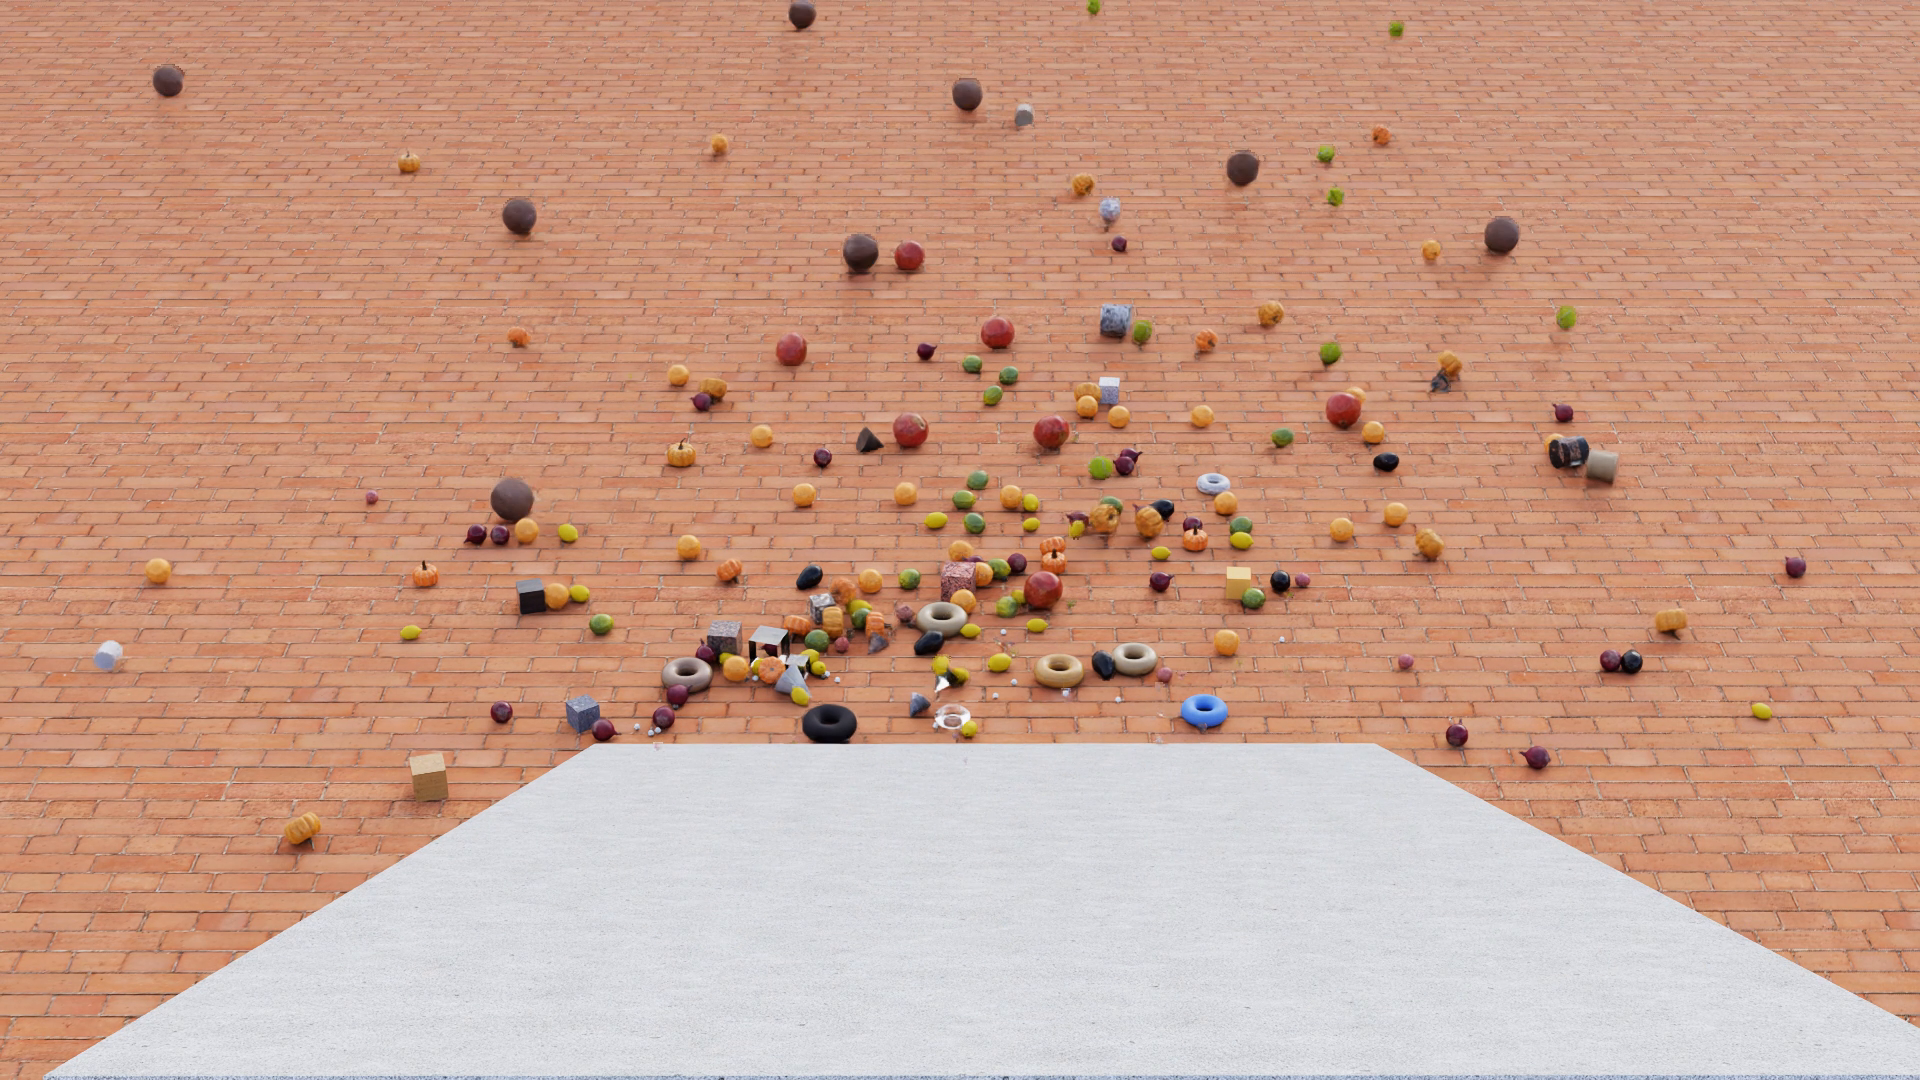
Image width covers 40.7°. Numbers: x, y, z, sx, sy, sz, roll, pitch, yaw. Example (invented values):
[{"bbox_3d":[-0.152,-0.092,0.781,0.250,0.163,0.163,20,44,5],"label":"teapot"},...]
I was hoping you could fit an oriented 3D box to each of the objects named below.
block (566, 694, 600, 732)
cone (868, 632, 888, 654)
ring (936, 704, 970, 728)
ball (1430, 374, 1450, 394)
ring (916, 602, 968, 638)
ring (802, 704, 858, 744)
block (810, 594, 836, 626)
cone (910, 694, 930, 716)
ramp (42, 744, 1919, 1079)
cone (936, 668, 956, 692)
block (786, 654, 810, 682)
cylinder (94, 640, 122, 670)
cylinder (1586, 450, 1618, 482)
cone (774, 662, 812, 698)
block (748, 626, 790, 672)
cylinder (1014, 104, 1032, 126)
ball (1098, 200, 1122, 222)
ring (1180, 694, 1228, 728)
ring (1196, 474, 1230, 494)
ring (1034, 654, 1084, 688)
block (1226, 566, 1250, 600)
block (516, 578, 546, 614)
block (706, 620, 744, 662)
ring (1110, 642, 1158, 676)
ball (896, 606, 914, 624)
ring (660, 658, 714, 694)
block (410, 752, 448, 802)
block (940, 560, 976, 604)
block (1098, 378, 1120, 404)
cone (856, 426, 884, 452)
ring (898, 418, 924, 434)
[{"bbox_3d":[-0.999,0.460,6.856,0.065,0.065,0.065,-20,35,-31],"label":"block"},{"bbox_3d":[-0.241,0.298,7.188,0.060,0.060,0.060,22,62,34],"label":"cone"},{"bbox_3d":[-0.019,0.469,6.876,0.095,0.032,0.095,0,30,0],"label":"ring"},{"bbox_3d":[1.602,-0.520,8.626,0.062,0.062,0.062,0,29,0],"label":"ball"},{"bbox_3d":[-0.051,0.225,7.297,0.149,0.050,0.149,0,30,0],"label":"ring"},{"bbox_3d":[-0.344,0.486,6.827,0.148,0.049,0.148,0,30,0],"label":"ring"},{"bbox_3d":[-0.389,0.196,7.336,0.061,0.061,0.061,-9,30,-16],"label":"block"},{"bbox_3d":[-0.119,0.451,6.913,0.059,0.059,0.059,18,60,29],"label":"cone"},{"bbox_3d":[0.065,0.584,4.631,2.000,0.100,4.000,0,0,0],"label":"ramp"},{"bbox_3d":[-0.051,0.390,7.016,0.063,0.063,0.063,18,57,29],"label":"cone"},{"bbox_3d":[-0.444,0.351,7.065,0.054,0.054,0.054,6,30,11],"label":"block"},{"bbox_3d":[-2.344,0.317,7.120,0.060,0.060,0.060,2,29,4],"label":"cylinder"},{"bbox_3d":[2.006,-0.229,8.078,0.085,0.085,0.085,11,31,18],"label":"cylinder"},{"bbox_3d":[-0.436,0.398,6.990,0.097,0.097,0.097,36,38,8],"label":"cone"},{"bbox_3d":[-0.526,0.299,7.127,0.085,0.085,0.085,9,30,16],"label":"block"},{"bbox_3d":[0.267,-1.793,10.907,0.074,0.074,0.074,1,29,1],"label":"cylinder"},{"bbox_3d":[0.577,-1.268,9.948,0.086,0.086,0.086,0,29,0],"label":"ball"},{"bbox_3d":[0.651,0.455,6.891,0.126,0.042,0.126,-1,30,0],"label":"ring"},{"bbox_3d":[0.787,-0.174,8.030,0.106,0.035,0.106,1,29,-1],"label":"ring"},{"bbox_3d":[0.271,0.357,7.061,0.142,0.047,0.142,1,28,0],"label":"ring"},{"bbox_3d":[0.802,0.125,7.459,0.068,0.068,0.068,2,29,4],"label":"block"},{"bbox_3d":[-1.227,0.161,7.390,0.071,0.071,0.071,-8,30,-15],"label":"block"},{"bbox_3d":[-0.651,0.280,7.162,0.083,0.083,0.083,3,29,5],"label":"block"},{"bbox_3d":[0.478,0.328,7.117,0.135,0.045,0.135,-1,29,1],"label":"ring"},{"bbox_3d":[-0.156,0.210,7.322,0.050,0.050,0.050,0,29,0],"label":"ball"},{"bbox_3d":[-0.744,0.369,7.040,0.144,0.048,0.144,0,30,0],"label":"ring"},{"bbox_3d":[-1.351,0.604,6.579,0.083,0.083,0.083,-8,30,-15],"label":"block"},{"bbox_3d":[-0.005,0.122,7.441,0.088,0.088,0.088,4,29,8],"label":"block"},{"bbox_3d":[0.495,-0.496,8.579,0.065,0.065,0.065,3,29,5],"label":"block"},{"bbox_3d":[-0.276,-0.311,8.276,0.082,0.082,0.082,18,21,-26],"label":"cone"},{"bbox_3d":[-0.159,-0.367,8.385,0.086,0.029,0.086,1,28,0],"label":"ring"}]
